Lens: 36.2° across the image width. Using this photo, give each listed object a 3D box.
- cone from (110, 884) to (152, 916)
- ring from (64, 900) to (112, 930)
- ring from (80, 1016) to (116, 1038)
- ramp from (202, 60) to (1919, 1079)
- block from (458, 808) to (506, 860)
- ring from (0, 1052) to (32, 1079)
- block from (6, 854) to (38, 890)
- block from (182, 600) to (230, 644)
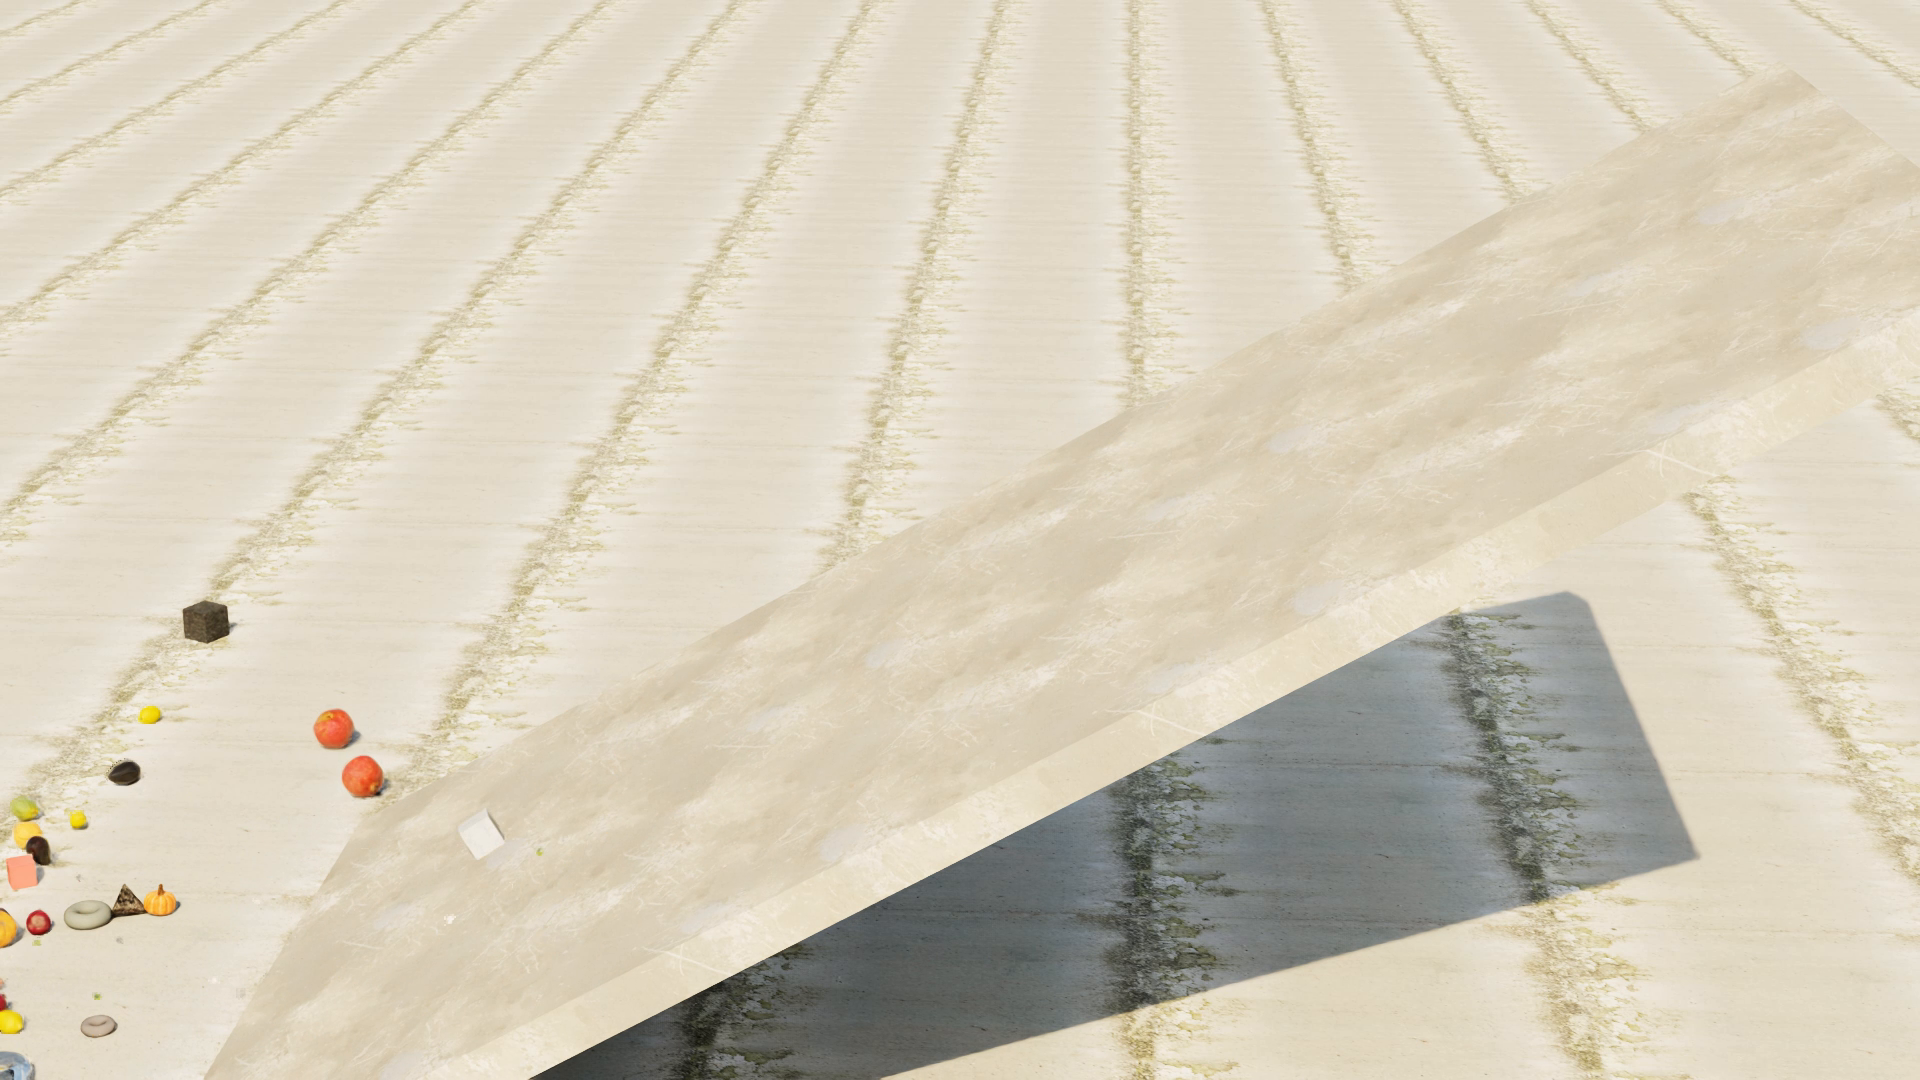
[{"bbox_3d":[-2.050,0.909,7.301,0.090,0.090,0.090,24,14,-13],"label":"cone"},{"bbox_3d":[-2.153,0.925,7.259,0.115,0.038,0.115,1,19,0],"label":"ring"},{"bbox_3d":[-1.970,1.111,6.722,0.078,0.026,0.078,1,19,0],"label":"ring"},{"bbox_3d":[0.142,0.168,6.284,4.000,0.100,2.000,-28,15,12],"label":"ramp"},{"bbox_3d":[-1.095,0.673,6.736,0.075,0.075,0.075,-32,14,-4],"label":"block"},{"bbox_3d":[-2.125,1.176,6.490,0.147,0.049,0.147,0,20,0],"label":"ring"},{"bbox_3d":[-2.382,0.843,7.465,0.062,0.062,0.062,-8,20,-24],"label":"block"},{"bbox_3d":[-2.351,0.255,9.171,0.097,0.097,0.097,11,21,30],"label":"block"}]
